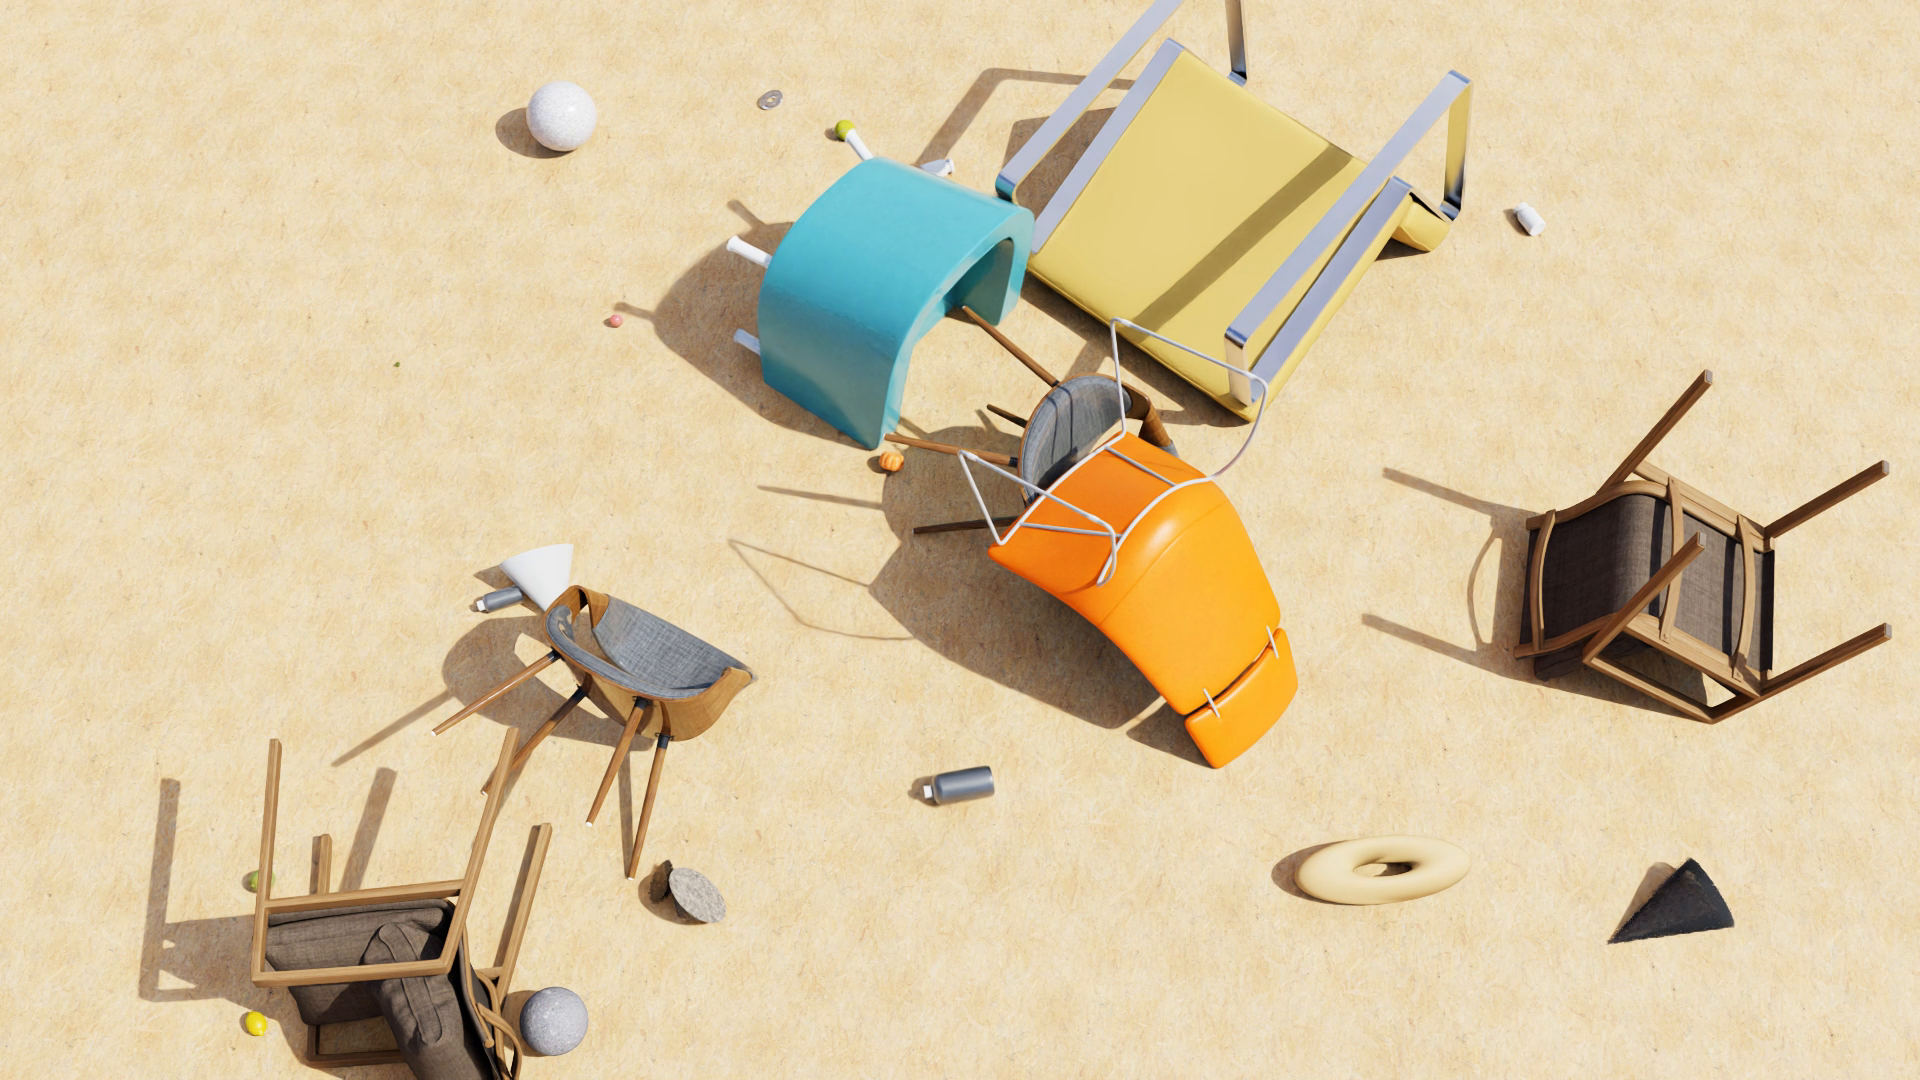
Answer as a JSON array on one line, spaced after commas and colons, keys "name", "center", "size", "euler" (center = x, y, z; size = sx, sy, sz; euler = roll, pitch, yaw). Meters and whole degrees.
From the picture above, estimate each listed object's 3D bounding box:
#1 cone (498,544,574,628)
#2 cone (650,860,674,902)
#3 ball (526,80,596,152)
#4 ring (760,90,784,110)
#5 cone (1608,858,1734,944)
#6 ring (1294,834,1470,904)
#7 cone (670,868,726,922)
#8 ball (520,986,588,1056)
[{"name": "cone", "center": [-1.199, 0.154, 6.421], "size": [0.238, 0.158, 0.234], "euler": [-14, 76, -36]}, {"name": "cone", "center": [-0.778, 0.930, 5.925], "size": [0.067, 0.107, 0.119], "euler": [26, 61, -30]}, {"name": "ball", "center": [-1.339, -1.425, 7.389], "size": [0.234, 0.234, 0.234], "euler": [0, 56, 0]}, {"name": "ring", "center": [-0.650, -1.518, 7.578], "size": [0.071, 0.024, 0.096], "euler": [32, 61, 21]}, {"name": "cone", "center": [1.862, 1.008, 5.859], "size": [0.317, 0.129, 0.217], "euler": [-26, 57, -3]}, {"name": "ring", "center": [1.137, 0.886, 5.915], "size": [0.483, 0.108, 0.184], "euler": [-5, 54, -2]}, {"name": "cone", "center": [-0.727, 0.979, 5.878], "size": [0.094, 0.181, 0.188], "euler": [-48, 62, 22]}, {"name": "ball", "center": [-1.041, 1.234, 5.640], "size": [0.175, 0.175, 0.175], "euler": [0, 56, 0]}]
